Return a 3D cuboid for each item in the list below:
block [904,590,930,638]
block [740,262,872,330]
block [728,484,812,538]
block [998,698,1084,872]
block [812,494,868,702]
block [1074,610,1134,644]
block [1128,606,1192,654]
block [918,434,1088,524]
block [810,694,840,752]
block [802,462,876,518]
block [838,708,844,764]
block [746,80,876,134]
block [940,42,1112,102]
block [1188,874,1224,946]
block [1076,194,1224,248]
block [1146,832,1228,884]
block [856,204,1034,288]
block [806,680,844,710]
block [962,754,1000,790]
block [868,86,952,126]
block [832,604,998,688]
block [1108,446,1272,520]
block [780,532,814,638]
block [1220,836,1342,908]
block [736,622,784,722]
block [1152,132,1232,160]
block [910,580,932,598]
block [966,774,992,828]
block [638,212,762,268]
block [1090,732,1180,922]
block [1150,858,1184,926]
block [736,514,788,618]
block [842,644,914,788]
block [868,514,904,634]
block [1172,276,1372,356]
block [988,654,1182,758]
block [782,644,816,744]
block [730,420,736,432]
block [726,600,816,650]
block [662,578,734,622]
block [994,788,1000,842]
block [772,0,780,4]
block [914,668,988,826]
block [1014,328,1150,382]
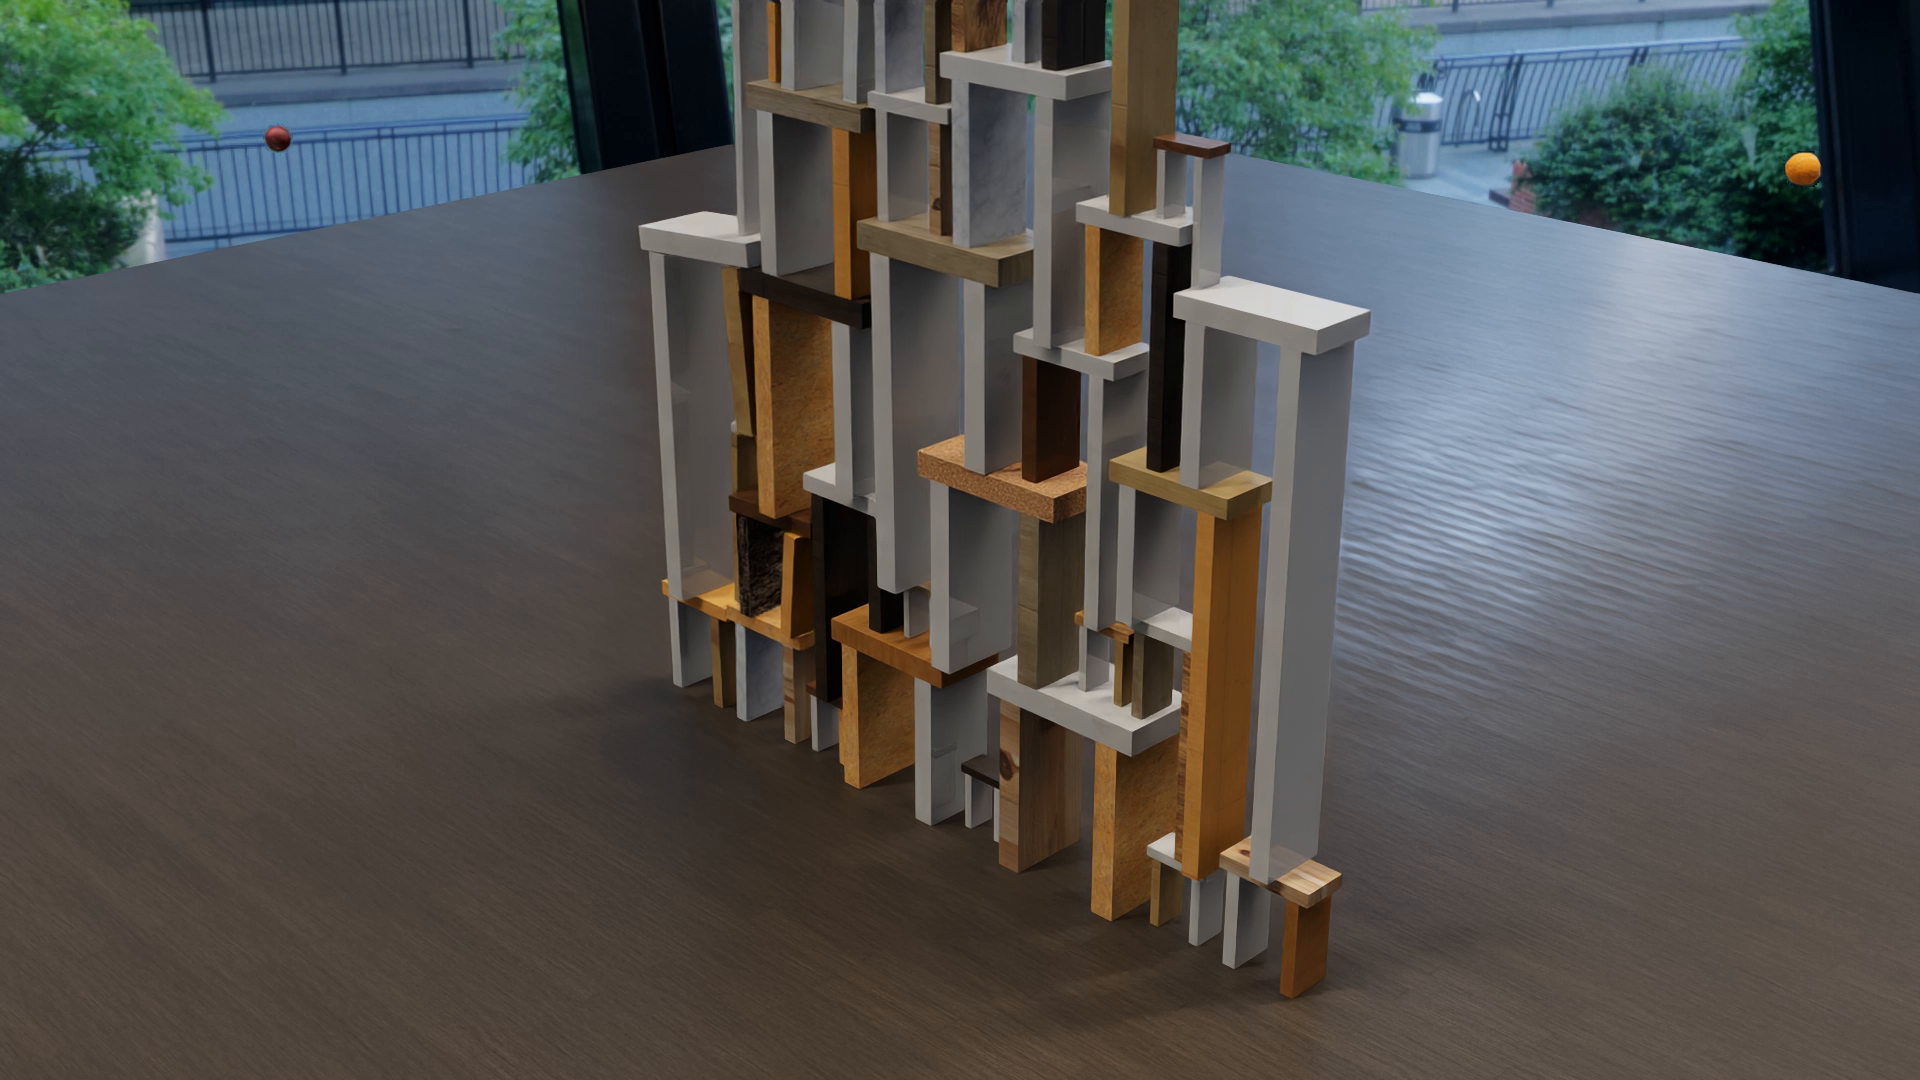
[{"bbox_3d":[-0.087,0.136,4.370,0.015,0.108,0.054,21,31,40],"label":"block"},{"bbox_3d":[-0.247,-0.492,4.295,0.353,0.050,0.176,22,31,40],"label":"block"},{"bbox_3d":[-0.357,-0.065,4.586,0.236,0.033,0.118,18,29,37],"label":"block"},{"bbox_3d":[0.157,0.446,4.249,0.051,0.360,0.180,21,31,41],"label":"block"},{"bbox_3d":[-0.244,0.105,4.539,0.124,0.461,0.035,-21,31,-41],"label":"block"},{"bbox_3d":[0.278,0.152,3.993,0.130,0.018,0.065,21,31,41],"label":"block"},{"bbox_3d":[0.387,0.156,3.874,0.085,0.024,0.170,-21,31,-40],"label":"block"},{"bbox_3d":[0.103,-0.122,4.057,0.343,0.049,0.171,21,31,40],"label":"block"},{"bbox_3d":[-0.286,0.380,4.696,0.066,0.131,0.019,-21,31,-41],"label":"block"},{"bbox_3d":[-0.184,-0.102,4.389,0.248,0.035,0.124,21,31,41],"label":"block"},{"bbox_3d":[-0.224,0.405,4.639,0.019,0.131,0.066,21,31,40],"label":"block"},{"bbox_3d":[-0.238,-0.825,4.137,0.320,0.045,0.160,22,31,40],"label":"block"},{"bbox_3d":[0.120,-0.799,3.738,0.292,0.041,0.146,21,31,40],"label":"block"},{"bbox_3d":[0.450,0.666,4.014,0.020,0.140,0.070,21,31,41],"label":"block"},{"bbox_3d":[0.314,-0.535,3.658,0.113,0.032,0.226,-22,31,-40],"label":"block"},{"bbox_3d":[0.417,0.579,4.013,0.070,0.020,0.140,-21,31,-41],"label":"block"},{"bbox_3d":[0.001,-0.537,3.986,0.360,0.051,0.180,21,31,40],"label":"block"},{"bbox_3d":[-0.256,0.324,4.638,0.066,0.019,0.131,-21,31,-40],"label":"block"},{"bbox_3d":[0.066,0.460,4.348,0.120,0.017,0.060,21,31,41],"label":"block"},{"bbox_3d":[-0.058,-0.781,3.938,0.203,0.029,0.102,21,32,40],"label":"block"},{"bbox_3d":[-0.092,0.202,4.411,0.319,0.045,0.159,22,31,40],"label":"block"},{"bbox_3d":[0.393,-0.103,3.745,0.258,0.037,0.129,21,31,41],"label":"block"},{"bbox_3d":[-0.315,0.081,4.590,0.118,0.236,0.033,-20,36,-39],"label":"block"},{"bbox_3d":[0.562,0.580,3.863,0.194,0.027,0.097,21,31,41],"label":"block"},{"bbox_3d":[-0.435,0.273,4.820,0.033,0.231,0.116,23,32,39],"label":"block"},{"bbox_3d":[0.373,-0.635,3.540,0.114,0.016,0.057,21,31,40],"label":"block"},{"bbox_3d":[-0.061,0.090,4.322,0.108,0.015,0.054,21,31,40],"label":"block"},{"bbox_3d":[0.038,0.512,4.401,0.017,0.120,0.060,21,31,41],"label":"block"},{"bbox_3d":[-0.479,-0.615,4.486,0.345,0.049,0.172,16,27,43],"label":"block"},{"bbox_3d":[0.327,0.512,4.093,0.051,0.360,0.180,21,31,41],"label":"block"},{"bbox_3d":[0.384,0.640,4.074,0.070,0.139,0.020,-21,31,-41],"label":"block"},{"bbox_3d":[-0.418,0.036,4.693,0.033,0.236,0.118,19,30,38],"label":"block"},{"bbox_3d":[-0.167,0.340,4.551,0.159,0.319,0.045,-21,31,-41],"label":"block"},{"bbox_3d":[-0.126,0.051,4.390,0.035,0.248,0.124,21,31,41],"label":"block"},{"bbox_3d":[0.498,-0.363,3.529,0.285,0.040,0.143,21,31,40],"label":"block"},{"bbox_3d":[0.242,0.290,4.091,0.360,0.051,0.180,21,31,41],"label":"block"},{"bbox_3d":[-0.325,0.312,4.730,0.033,0.231,0.116,21,31,39],"label":"block"},{"bbox_3d":[-0.404,-0.235,4.569,0.131,0.019,0.066,9,23,27],"label":"block"},{"bbox_3d":[-0.381,0.170,4.723,0.231,0.033,0.116,21,31,38],"label":"block"},{"bbox_3d":[-0.549,0.120,4.879,0.219,0.031,0.109,21,31,40],"label":"block"},{"bbox_3d":[0.094,0.534,4.349,0.017,0.120,0.060,21,31,41],"label":"block"},{"bbox_3d":[-0.361,-1.052,4.174,0.149,0.021,0.075,31,36,34],"label":"block"},{"bbox_3d":[-0.017,0.399,4.413,0.045,0.319,0.159,21,31,41],"label":"block"},{"bbox_3d":[0.219,-0.333,3.845,0.236,0.033,0.118,21,31,41],"label":"block"}]
